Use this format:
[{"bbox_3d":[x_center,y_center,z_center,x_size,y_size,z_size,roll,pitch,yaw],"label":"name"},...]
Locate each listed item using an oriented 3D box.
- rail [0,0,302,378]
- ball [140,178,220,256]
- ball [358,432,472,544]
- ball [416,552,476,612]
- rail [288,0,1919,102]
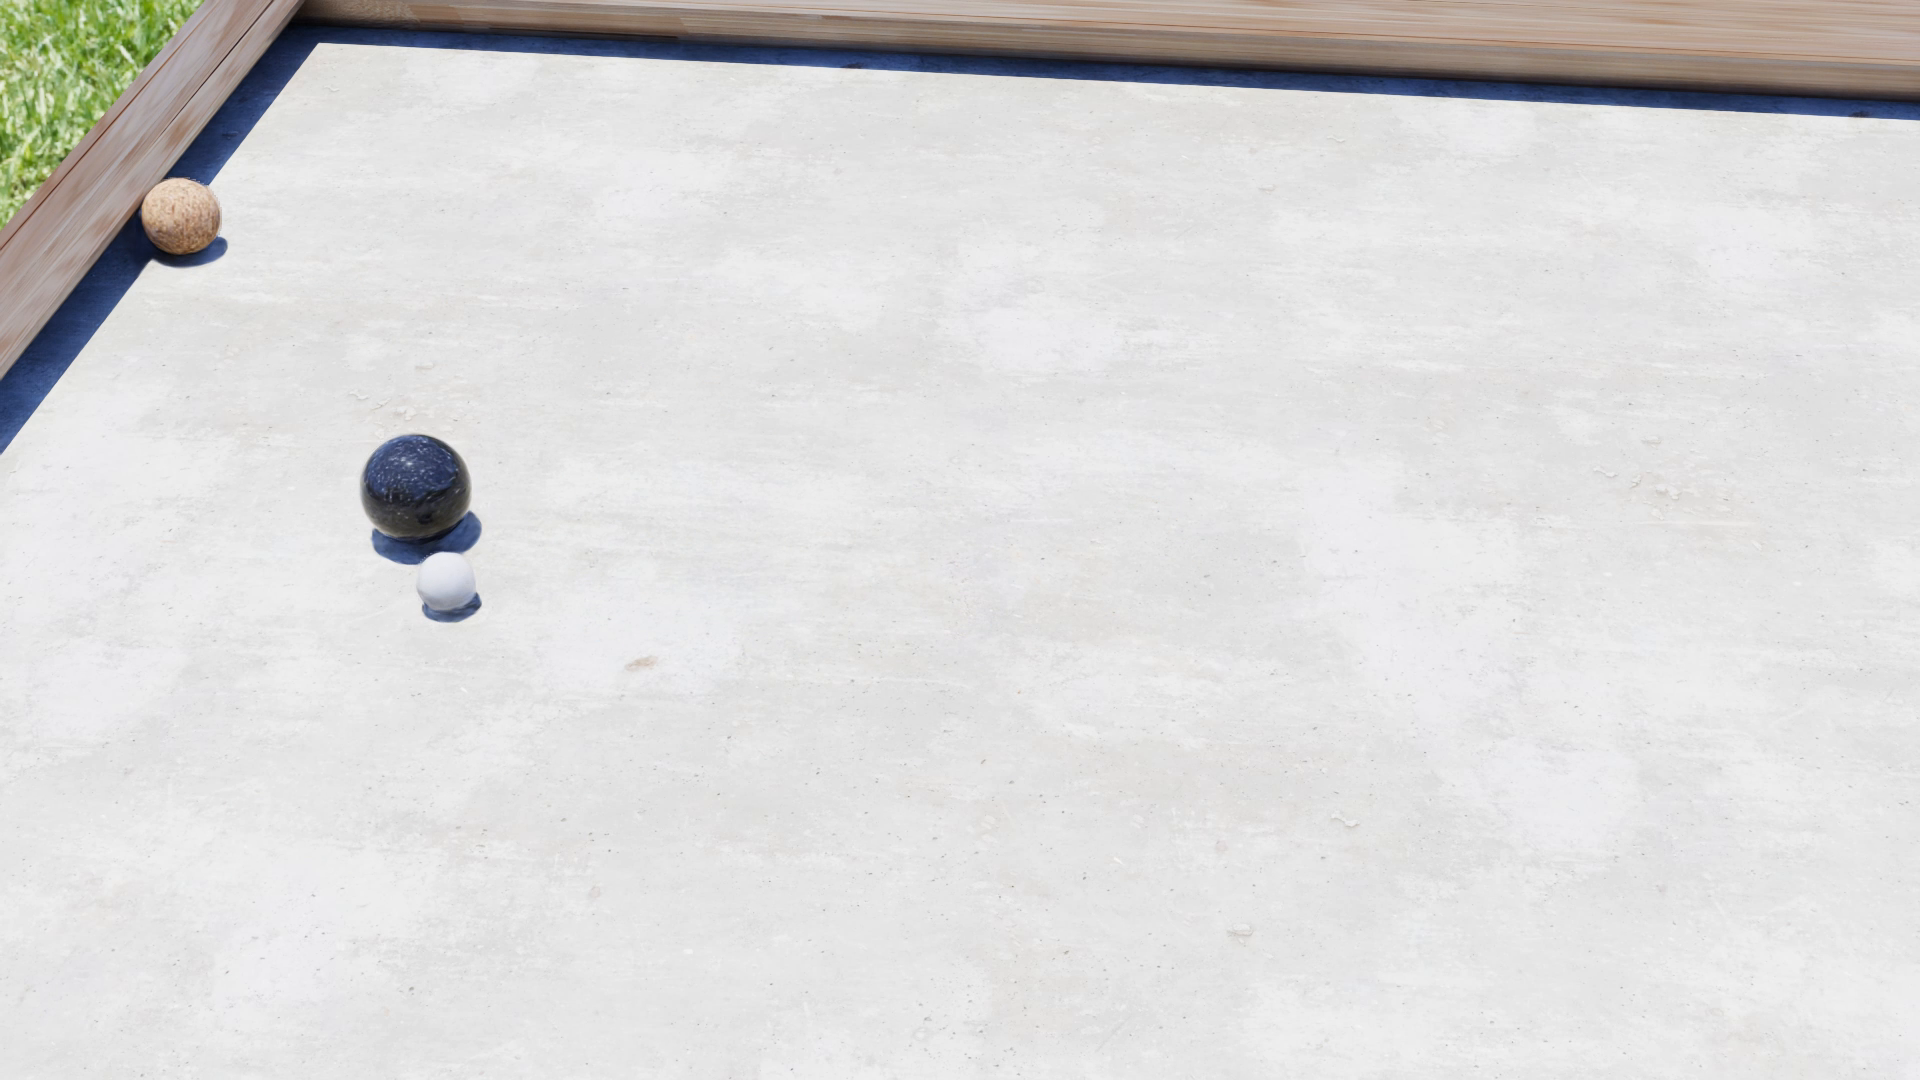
[{"bbox_3d":[-0.790,-0.070,1.930,0.045,0.108,1.816,4,35,5],"label":"rail"},{"bbox_3d":[-0.691,-0.287,2.276,0.068,0.068,0.068,0,35,0],"label":"ball"},{"bbox_3d":[-0.404,-0.038,1.907,0.083,0.083,0.083,0,35,0],"label":"ball"},{"bbox_3d":[-0.369,0.030,1.844,0.043,0.043,0.043,0,35,0],"label":"ball"},{"bbox_3d":[0.914,-0.468,2.499,3.273,0.108,0.045,4,35,5],"label":"rail"}]
